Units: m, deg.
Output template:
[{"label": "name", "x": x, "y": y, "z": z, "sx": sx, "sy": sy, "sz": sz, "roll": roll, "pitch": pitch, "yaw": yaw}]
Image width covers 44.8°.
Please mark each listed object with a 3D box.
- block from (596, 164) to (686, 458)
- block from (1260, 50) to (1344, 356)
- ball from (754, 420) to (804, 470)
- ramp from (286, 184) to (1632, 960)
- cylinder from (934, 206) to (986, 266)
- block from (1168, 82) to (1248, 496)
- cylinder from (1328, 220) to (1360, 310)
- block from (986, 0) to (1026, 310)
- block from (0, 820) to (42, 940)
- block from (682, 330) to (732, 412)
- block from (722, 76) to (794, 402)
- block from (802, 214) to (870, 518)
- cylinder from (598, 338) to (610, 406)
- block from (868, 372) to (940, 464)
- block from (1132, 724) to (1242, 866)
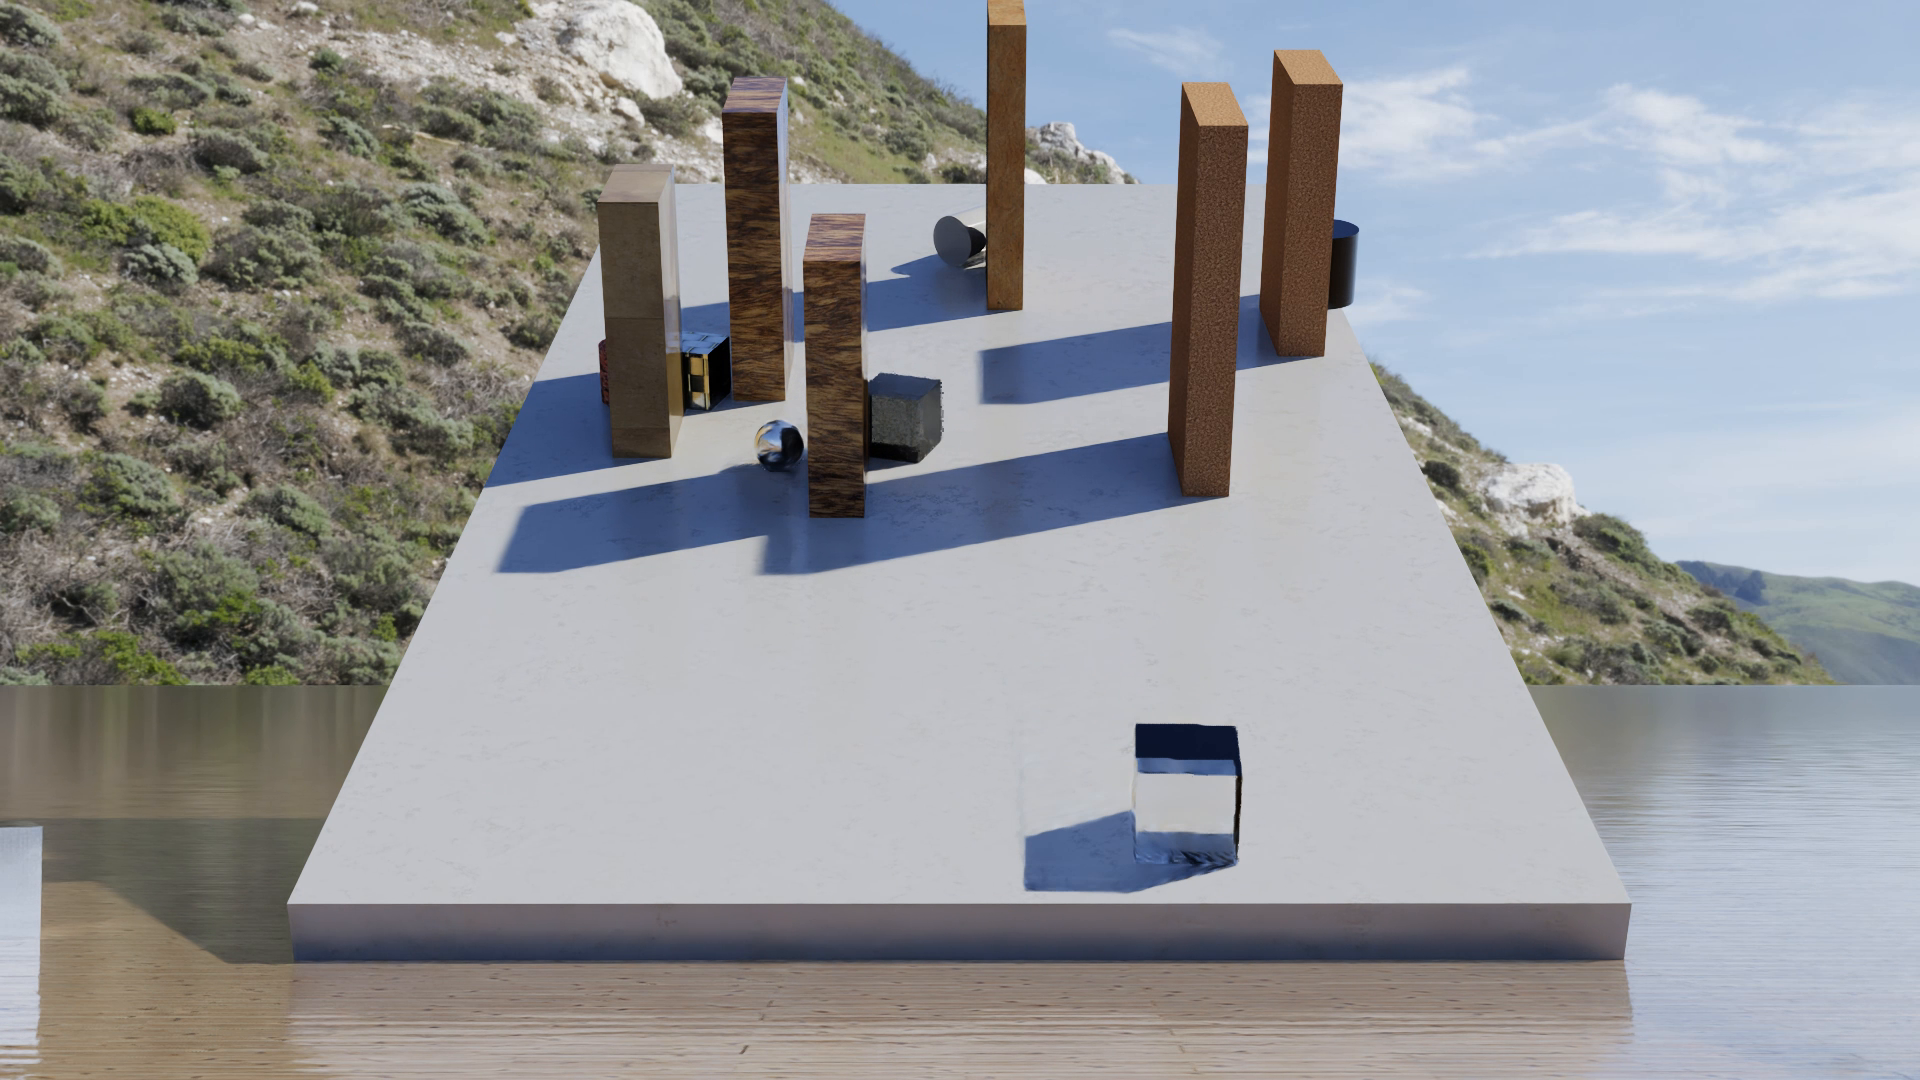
[{"label": "block", "x": -0.692, "y": -0.502, "z": 5.089, "sx": 0.127, "sy": 0.574, "sz": 0.303, "roll": 0, "pitch": 24, "yaw": 0}, {"label": "block", "x": 0.833, "y": -0.830, "z": 5.716, "sx": 0.114, "sy": 0.670, "sz": 0.375, "roll": 0, "pitch": 24, "yaw": 0}, {"label": "ball", "x": -0.389, "y": -0.203, "z": 4.994, "sx": 0.107, "sy": 0.107, "sz": 0.107, "roll": 0, "pitch": -3, "yaw": 0}, {"label": "ramp", "x": -0.008, "y": -0.228, "z": 5.306, "sx": 2.000, "sy": 0.100, "sz": 4.000, "roll": 0, "pitch": 24, "yaw": 0}, {"label": "cylinder", "x": 0.025, "y": -0.833, "z": 6.369, "sx": 0.139, "sy": 0.139, "sz": 0.139, "roll": -3, "pitch": 15, "yaw": 45}, {"label": "block", "x": 0.515, "y": -0.527, "z": 4.887, "sx": 0.097, "sy": 0.789, "sz": 0.373, "roll": 0, "pitch": 24, "yaw": 0}, {"label": "cylinder", "x": 0.937, "y": -0.720, "z": 6.059, "sx": 0.190, "sy": 0.190, "sz": 0.190, "roll": 0, "pitch": 24, "yaw": 0}, {"label": "block", "x": 0.116, "y": -1.005, "z": 6.026, "sx": 0.091, "sy": 0.733, "sz": 0.376, "roll": 0, "pitch": 24, "yaw": 0}, {"label": "block", "x": -1.619, "y": 0.560, "z": 3.825, "sx": 0.182, "sy": 0.182, "sz": 0.182, "roll": 2, "pitch": -4, "yaw": -28}, {"label": "block", "x": -0.620, "y": -0.392, "z": 5.380, "sx": 0.138, "sy": 0.138, "sz": 0.138, "roll": 7, "pitch": 25, "yaw": 14}, {"label": "block", "x": -0.465, "y": -0.702, "z": 5.413, "sx": 0.121, "sy": 0.677, "sz": 0.349, "roll": 0, "pitch": 24, "yaw": 0}, {"label": "block", "x": -0.253, "y": -0.364, "z": 4.814, "sx": 0.112, "sy": 0.547, "sz": 0.333, "roll": 0, "pitch": 24, "yaw": 0}, {"label": "cylinder", "x": -0.765, "y": -0.390, "z": 5.377, "sx": 0.134, "sy": 0.134, "sz": 0.134, "roll": 0, "pitch": 24, "yaw": 0}, {"label": "block", "x": -0.134, "y": -0.268, "z": 5.097, "sx": 0.143, "sy": 0.143, "sz": 0.143, "roll": 9, "pitch": 25, "yaw": 18}, {"label": "block", "x": 0.349, "y": 0.392, "z": 3.599, "sx": 0.158, "sy": 0.158, "sz": 0.158, "roll": 1, "pitch": 24, "yaw": 2}]
